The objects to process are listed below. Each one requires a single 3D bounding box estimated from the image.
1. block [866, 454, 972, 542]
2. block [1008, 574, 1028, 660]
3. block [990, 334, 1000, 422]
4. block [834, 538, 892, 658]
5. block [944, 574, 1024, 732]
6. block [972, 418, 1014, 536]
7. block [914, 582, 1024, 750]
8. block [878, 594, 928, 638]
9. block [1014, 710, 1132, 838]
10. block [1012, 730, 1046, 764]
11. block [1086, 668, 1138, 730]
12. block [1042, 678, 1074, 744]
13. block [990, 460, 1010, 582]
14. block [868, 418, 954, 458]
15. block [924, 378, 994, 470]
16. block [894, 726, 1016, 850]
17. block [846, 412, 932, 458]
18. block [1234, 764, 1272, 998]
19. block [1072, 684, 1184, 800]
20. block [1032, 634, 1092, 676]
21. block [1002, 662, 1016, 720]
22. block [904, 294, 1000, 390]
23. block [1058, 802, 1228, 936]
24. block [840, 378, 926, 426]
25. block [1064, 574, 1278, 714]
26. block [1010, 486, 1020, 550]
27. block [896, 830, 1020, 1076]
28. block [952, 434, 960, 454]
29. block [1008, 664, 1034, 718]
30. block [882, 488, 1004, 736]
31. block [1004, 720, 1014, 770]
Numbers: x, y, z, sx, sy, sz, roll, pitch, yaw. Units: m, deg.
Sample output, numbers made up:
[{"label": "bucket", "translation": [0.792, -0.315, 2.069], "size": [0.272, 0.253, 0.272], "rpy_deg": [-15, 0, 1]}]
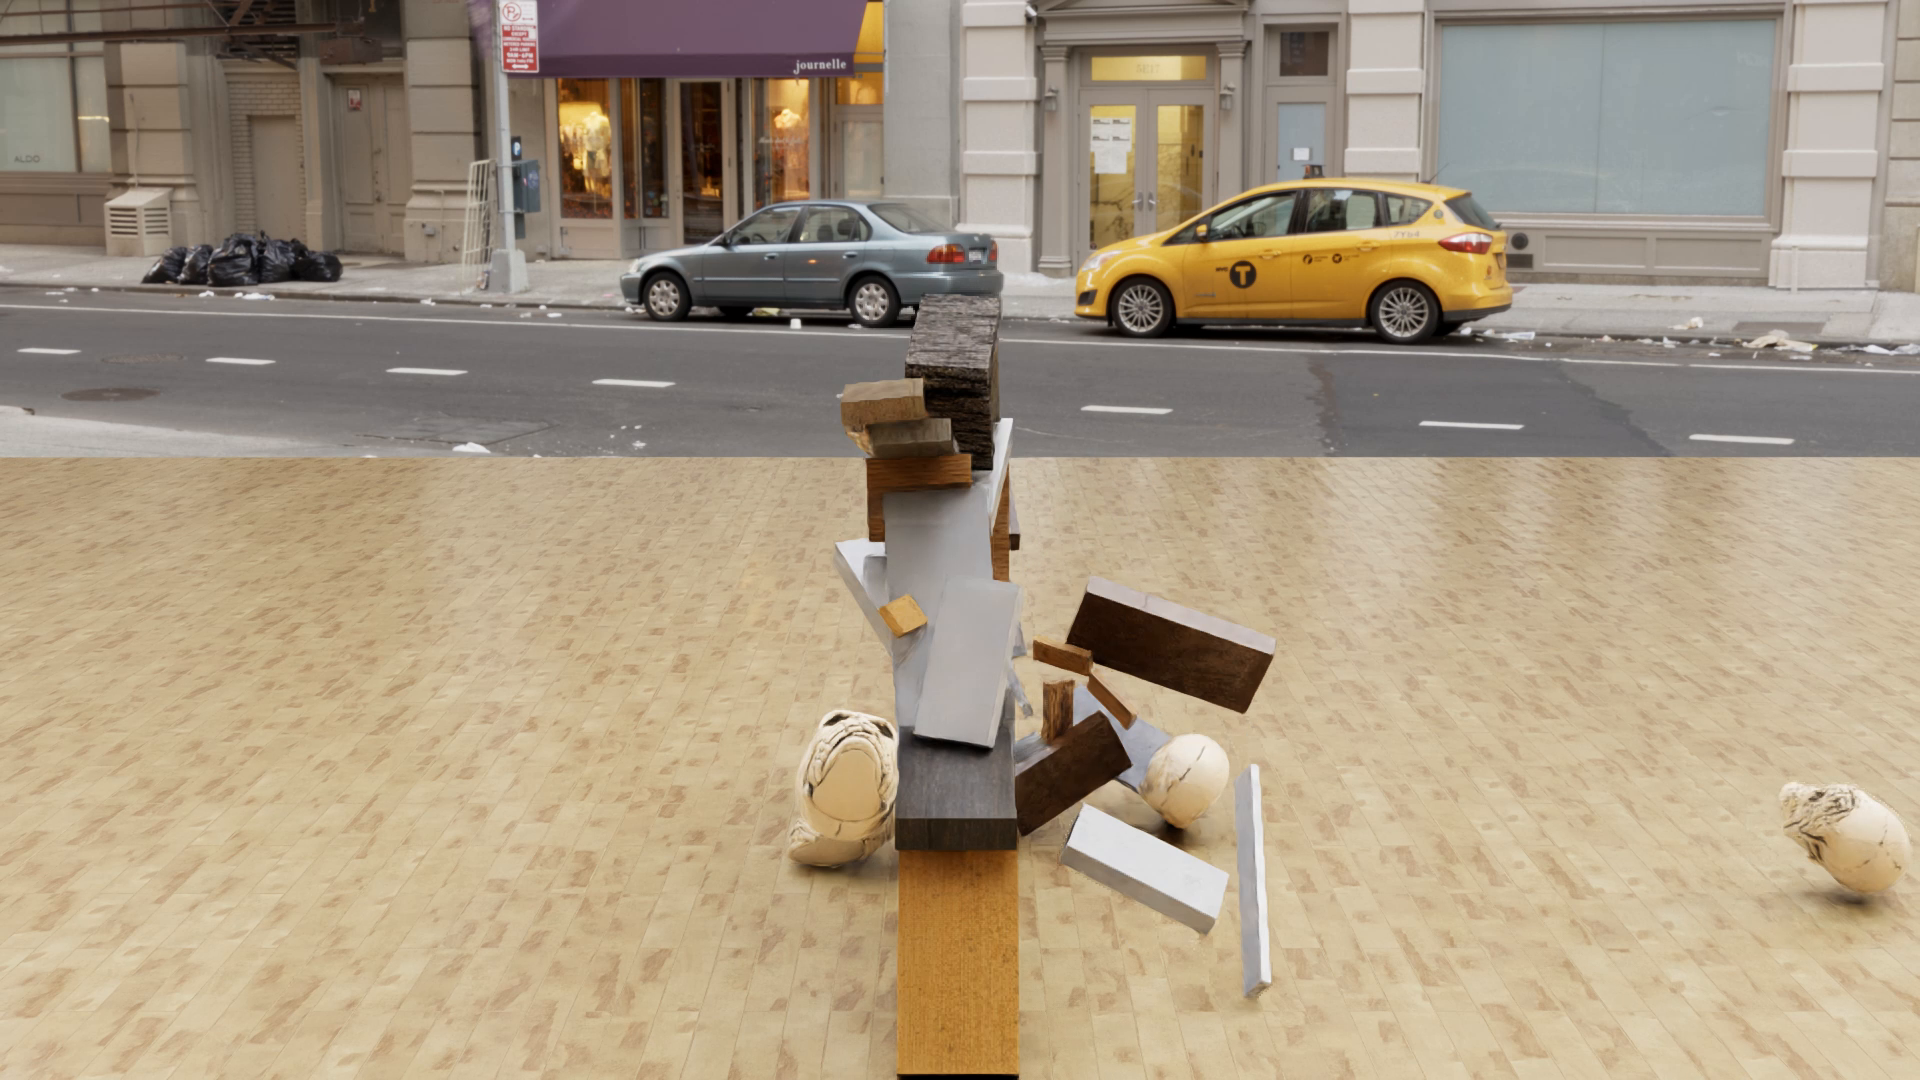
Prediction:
[{"label": "block", "translation": [-0.069, -0.065, 3.548], "size": [0.162, 0.046, 0.323], "rpy_deg": [-3, -15, -3]}, {"label": "block", "translation": [0.060, 0.038, 3.978], "size": [0.046, 0.368, 0.013], "rpy_deg": [-13, -17, 2]}, {"label": "block", "translation": [0.001, -0.286, 3.863], "size": [0.134, 0.038, 0.268], "rpy_deg": [0, -24, 2]}, {"label": "block", "translation": [-0.076, 0.099, 3.627], "size": [0.162, 0.046, 0.323], "rpy_deg": [-9, 36, -21]}, {"label": "block", "translation": [0.015, 0.170, 3.225], "size": [0.113, 0.227, 0.032], "rpy_deg": [7, -13, 20]}, {"label": "block", "translation": [-0.005, -0.118, 3.875], "size": [0.163, 0.046, 0.327], "rpy_deg": [3, 32, 7]}, {"label": "block", "translation": [0.013, 0.182, 3.187], "size": [0.113, 0.227, 0.032], "rpy_deg": [7, -13, 21]}, {"label": "block", "translation": [-0.085, 0.114, 3.305], "size": [0.015, 0.052, 0.104], "rpy_deg": [-38, -5, 20]}, {"label": "block", "translation": [0.183, 0.421, 3.964], "size": [0.238, 0.119, 0.034], "rpy_deg": [-32, 29, -8]}, {"label": "block", "translation": [0.100, 0.310, 3.299], "size": [0.050, 0.014, 0.101], "rpy_deg": [-33, 3, -2]}, {"label": "block", "translation": [0.278, 0.291, 4.016], "size": [0.016, 0.056, 0.113], "rpy_deg": [-34, 67, -26]}, {"label": "block", "translation": [0.176, 0.307, 3.955], "size": [0.056, 0.113, 0.016], "rpy_deg": [-9, 19, -31]}, {"label": "block", "translation": [0.004, 0.135, 3.904], "size": [0.163, 0.590, 0.046], "rpy_deg": [0, -18, 2]}, {"label": "block", "translation": [-0.072, -0.150, 3.357], "size": [0.121, 0.034, 0.242], "rpy_deg": [-3, -5, 1]}, {"label": "block", "translation": [-0.013, -0.195, 3.707], "size": [0.134, 0.038, 0.268], "rpy_deg": [3, -23, 4]}, {"label": "block", "translation": [-0.007, 0.345, 3.093], "size": [0.163, 0.046, 0.326], "rpy_deg": [0, 17, -1]}, {"label": "block", "translation": [-0.097, -0.166, 3.514], "size": [0.121, 0.034, 0.242], "rpy_deg": [-5, -11, 10]}, {"label": "block", "translation": [0.439, 0.507, 3.308], "size": [0.015, 0.052, 0.384], "rpy_deg": [19, 46, -17]}, {"label": "block", "translation": [0.291, 0.380, 4.164], "size": [0.238, 0.119, 0.034], "rpy_deg": [30, -16, 28]}, {"label": "block", "translation": [0.188, 0.212, 4.048], "size": [0.113, 0.056, 0.016], "rpy_deg": [17, 51, 16]}, {"label": "block", "translation": [-0.002, 0.224, 3.590], "size": [0.175, 0.049, 0.349], "rpy_deg": [0, 10, 0]}, {"label": "block", "translation": [-0.010, -0.332, 3.651], "size": [0.134, 0.038, 0.268], "rpy_deg": [4, 32, 4]}, {"label": "block", "translation": [0.257, 0.456, 3.056], "size": [0.227, 0.032, 0.113], "rpy_deg": [26, 28, 3]}, {"label": "block", "translation": [-0.115, -0.211, 3.327], "size": [0.121, 0.034, 0.242], "rpy_deg": [-5, 11, 0]}, {"label": "block", "translation": [0.382, 0.193, 4.024], "size": [0.357, 0.164, 0.046], "rpy_deg": [19, 43, 0]}, {"label": "block", "translation": [0.008, -0.115, 4.155], "size": [0.164, 0.046, 0.328], "rpy_deg": [-6, 51, -5]}, {"label": "block", "translation": [-0.002, 0.560, 2.985], "size": [0.163, 0.326, 0.046], "rpy_deg": [0, -18, 0]}, {"label": "block", "translation": [-0.036, -0.161, 3.682], "size": [0.056, 0.016, 0.112], "rpy_deg": [1, -32, 16]}, {"label": "block", "translation": [0.080, 0.211, 3.281], "size": [0.015, 0.103, 0.052], "rpy_deg": [-26, -25, -1]}, {"label": "block", "translation": [-0.027, 0.120, 3.381], "size": [0.162, 0.401, 0.046], "rpy_deg": [-3, -17, -2]}, {"label": "block", "translation": [-0.002, 0.440, 3.516], "size": [0.175, 0.349, 0.049], "rpy_deg": [0, 9, -1]}]
